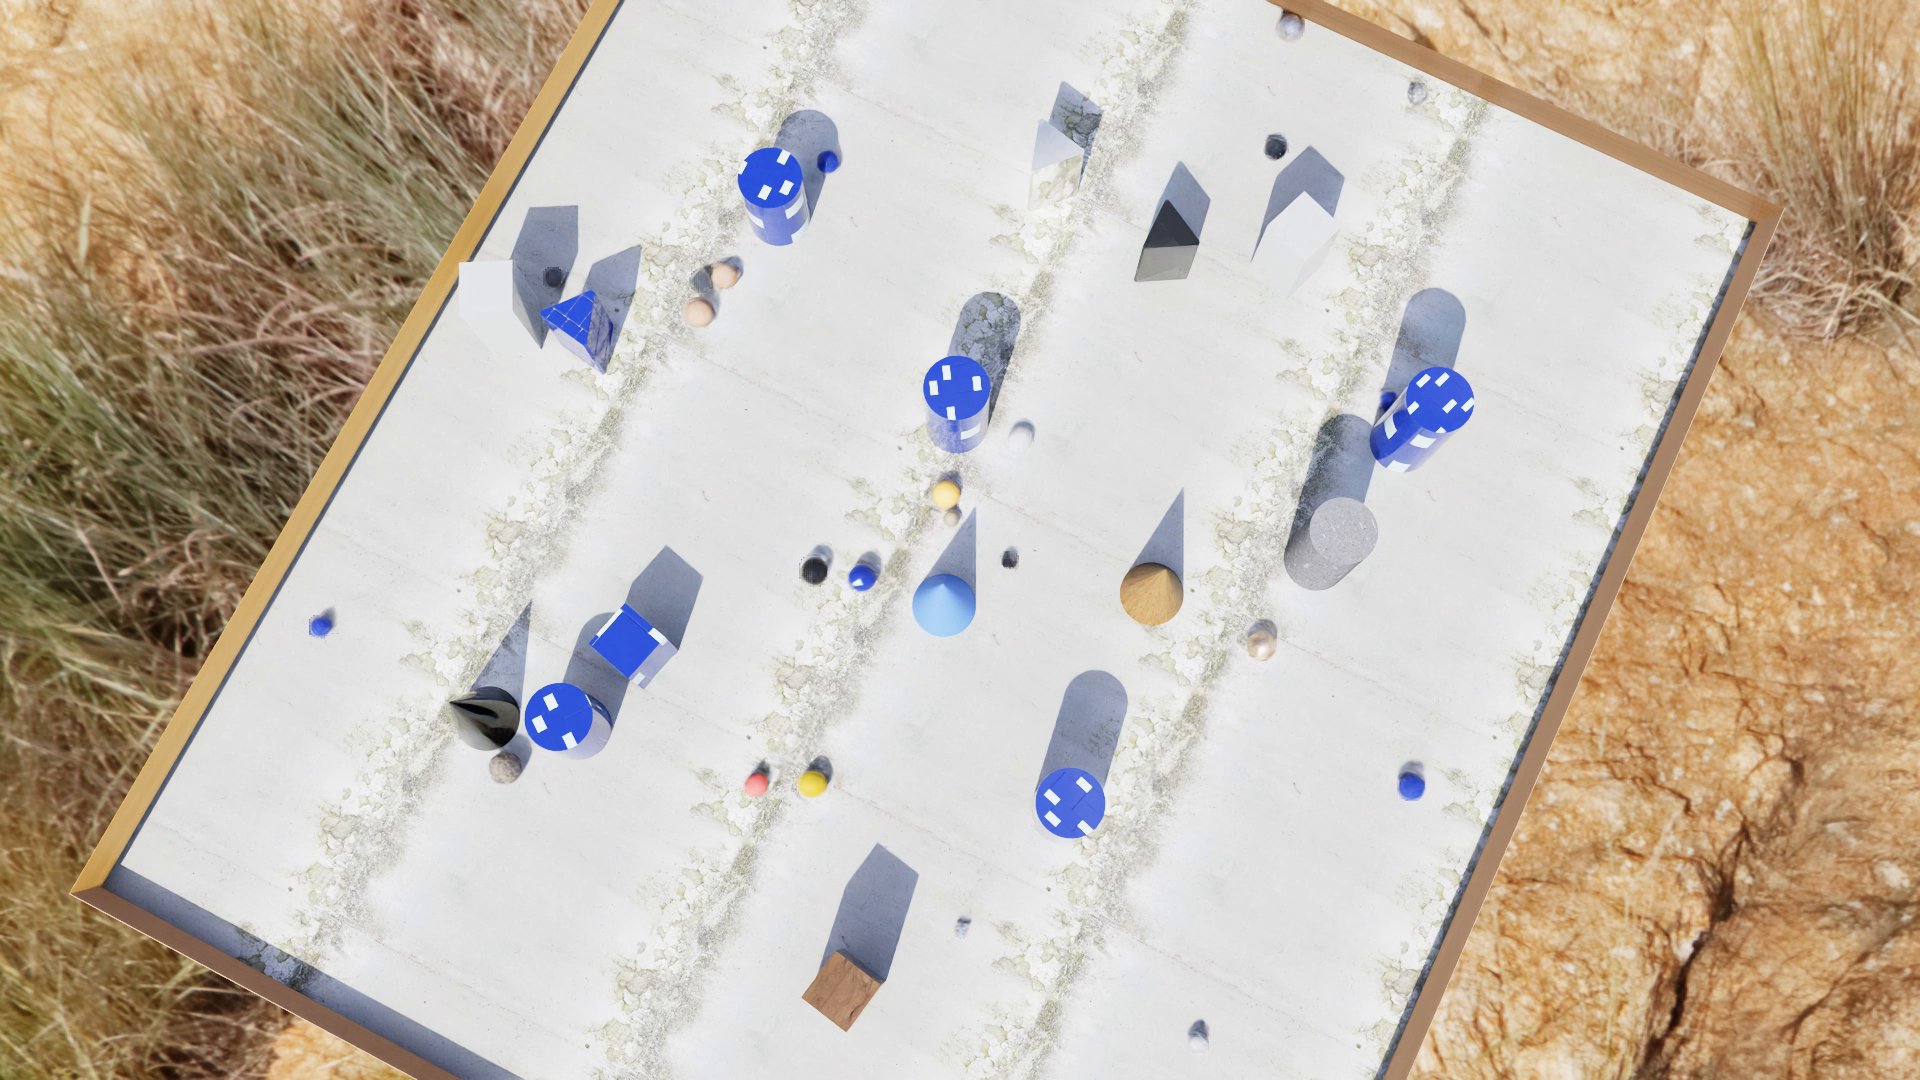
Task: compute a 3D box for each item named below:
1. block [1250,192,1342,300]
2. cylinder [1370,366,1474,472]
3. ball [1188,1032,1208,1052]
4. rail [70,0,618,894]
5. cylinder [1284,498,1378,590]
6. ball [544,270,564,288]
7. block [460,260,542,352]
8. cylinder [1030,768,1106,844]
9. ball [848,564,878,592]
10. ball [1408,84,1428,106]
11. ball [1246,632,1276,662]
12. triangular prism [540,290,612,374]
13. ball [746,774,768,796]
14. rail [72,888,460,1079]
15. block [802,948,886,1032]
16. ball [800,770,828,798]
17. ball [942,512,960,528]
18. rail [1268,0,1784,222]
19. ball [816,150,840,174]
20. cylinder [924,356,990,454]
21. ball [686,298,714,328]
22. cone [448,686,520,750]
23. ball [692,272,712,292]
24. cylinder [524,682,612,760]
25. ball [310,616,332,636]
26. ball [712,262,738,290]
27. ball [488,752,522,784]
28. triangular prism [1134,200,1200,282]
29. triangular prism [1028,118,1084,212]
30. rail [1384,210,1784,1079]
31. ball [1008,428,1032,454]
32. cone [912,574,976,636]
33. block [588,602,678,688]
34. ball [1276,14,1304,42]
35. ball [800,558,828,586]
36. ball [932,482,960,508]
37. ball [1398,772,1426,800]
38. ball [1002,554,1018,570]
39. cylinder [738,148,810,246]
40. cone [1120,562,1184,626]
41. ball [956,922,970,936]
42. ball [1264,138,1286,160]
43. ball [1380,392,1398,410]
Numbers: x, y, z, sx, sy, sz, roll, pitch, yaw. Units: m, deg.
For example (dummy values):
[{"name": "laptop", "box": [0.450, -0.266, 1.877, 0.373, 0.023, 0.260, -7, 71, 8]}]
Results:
[{"name": "block", "box": [1.025, -0.897, 5.619, 0.156, 0.359, 0.156, -43, 81, -8]}, {"name": "cylinder", "box": [1.367, -0.351, 5.448, 0.195, 0.473, 0.195, 0, 78, 0]}, {"name": "ball", "box": [0.687, 1.449, 5.287, 0.057, 0.057, 0.057, 0, 78, 0]}, {"name": "rail", "box": [-1.613, -0.783, 5.713, 0.045, 0.127, 4.167, 26, 80, 5]}, {"name": "cylinder", "box": [1.087, 0.017, 5.396, 0.195, 0.424, 0.195, 0, 78, 0]}, {"name": "ball", "box": [-1.276, -0.821, 5.757, 0.058, 0.058, 0.058, 0, 78, 0]}, {"name": "block", "box": [-1.393, -0.705, 5.568, 0.156, 0.382, 0.156, -3, 78, -1]}, {"name": "cylinder", "box": [0.306, 0.767, 5.264, 0.195, 0.379, 0.195, 0, 78, 0]}, {"name": "ball", "box": [-0.294, 0.113, 5.550, 0.085, 0.085, 0.085, 0, 78, 0]}, {"name": "ball", "box": [1.468, -1.428, 5.880, 0.064, 0.064, 0.064, 0, 78, 0]}, {"name": "ball", "box": [0.906, 0.321, 5.505, 0.088, 0.088, 0.088, 0, 78, 0]}, {"name": "triangular prism", "box": [-1.136, -0.654, 5.596, 0.169, 0.306, 0.146, 35, 80, 7]}, {"name": "ball", "box": [-0.601, 0.725, 5.433, 0.066, 0.066, 0.066, 0, 78, 0]}, {"name": "rail", "box": [-0.921, 1.811, 5.176, 3.655, 0.127, 0.045, 26, 80, 5]}, {"name": "block", "box": [-0.324, 1.267, 5.172, 0.156, 0.358, 0.156, 36, 81, 7]}, {"name": "ball", "box": [-0.433, 0.724, 5.425, 0.082, 0.082, 0.082, 0, 78, 0]}, {"name": "ball", "box": [-0.027, -0.063, 5.604, 0.050, 0.050, 0.050, 0, 78, 0]}, {"name": "rail", "box": [0.921, -1.798, 5.923, 3.655, 0.127, 0.045, 26, 80, 5]}, {"name": "ball", "box": [-0.420, -1.202, 5.828, 0.073, 0.073, 0.073, 0, 78, 0]}, {"name": "cylinder", "box": [-0.010, -0.402, 5.502, 0.195, 0.387, 0.195, 0, 78, 0]}, {"name": "ball", "box": [-0.812, -0.708, 5.717, 0.091, 0.091, 0.091, 0, 78, 0]}, {"name": "cone", "box": [-1.419, 0.492, 5.293, 0.195, 0.434, 0.195, 0, 78, 0]}, {"name": "ball", "box": [-0.809, -0.811, 5.751, 0.065, 0.065, 0.065, 0, 78, 0]}, {"name": "cylinder", "box": [-1.142, 0.533, 5.356, 0.195, 0.295, 0.195, 0, 78, 0]}, {"name": "ball", "box": [-1.929, 0.261, 5.532, 0.061, 0.061, 0.061, 0, 78, 0]}, {"name": "ball", "box": [-0.737, -0.828, 5.746, 0.082, 0.082, 0.082, 0, 78, 0]}, {"name": "ball", "box": [-1.346, 0.674, 5.427, 0.098, 0.098, 0.098, 0, 78, 0]}, {"name": "triangular prism", "box": [0.630, -0.924, 5.656, 0.169, 0.298, 0.146, -4, 78, -1]}, {"name": "triangular prism", "box": [0.270, -1.175, 5.692, 0.169, 0.328, 0.146, -21, 79, -4]}, {"name": "rail", "box": [1.613, 0.797, 5.386, 0.045, 0.127, 4.167, 26, 80, 5]}, {"name": "ball", "box": [0.184, -0.306, 5.640, 0.077, 0.077, 0.077, 0, 78, 0]}, {"name": "cone", "box": [-0.048, 0.161, 5.396, 0.195, 0.366, 0.195, 0, 78, 0]}, {"name": "block", "box": [-0.962, 0.317, 5.416, 0.156, 0.264, 0.156, 40, 81, 8]}, {"name": "ball", "box": [1.063, -1.654, 5.914, 0.089, 0.089, 0.089, 0, 78, 0]}, {"name": "ball", "box": [-0.440, 0.094, 5.554, 0.085, 0.085, 0.085, 0, 78, 0]}, {"name": "ball", "box": [-0.043, -0.138, 5.602, 0.084, 0.084, 0.084, 0, 78, 0]}, {"name": "ball", "box": [1.338, 0.729, 5.425, 0.079, 0.079, 0.079, 0, 78, 0]}, {"name": "ball", "box": [0.150, 0.064, 5.578, 0.049, 0.049, 0.049, 0, 78, 0]}, {"name": "cylinder", "box": [-0.573, -1.059, 5.675, 0.195, 0.316, 0.195, 0, 78, 0]}, {"name": "cone", "box": [0.584, 0.124, 5.389, 0.195, 0.395, 0.195, 0, 78, 0]}, {"name": "ball", "box": [0.006, 1.138, 5.360, 0.041, 0.041, 0.041, 0, 78, 0]}, {"name": "ball", "box": [1.004, -1.245, 5.837, 0.072, 0.072, 0.072, 0, 78, 0]}, {"name": "ball", "box": [1.329, -0.430, 5.675, 0.060, 0.060, 0.060, 0, 78, 0]}]
